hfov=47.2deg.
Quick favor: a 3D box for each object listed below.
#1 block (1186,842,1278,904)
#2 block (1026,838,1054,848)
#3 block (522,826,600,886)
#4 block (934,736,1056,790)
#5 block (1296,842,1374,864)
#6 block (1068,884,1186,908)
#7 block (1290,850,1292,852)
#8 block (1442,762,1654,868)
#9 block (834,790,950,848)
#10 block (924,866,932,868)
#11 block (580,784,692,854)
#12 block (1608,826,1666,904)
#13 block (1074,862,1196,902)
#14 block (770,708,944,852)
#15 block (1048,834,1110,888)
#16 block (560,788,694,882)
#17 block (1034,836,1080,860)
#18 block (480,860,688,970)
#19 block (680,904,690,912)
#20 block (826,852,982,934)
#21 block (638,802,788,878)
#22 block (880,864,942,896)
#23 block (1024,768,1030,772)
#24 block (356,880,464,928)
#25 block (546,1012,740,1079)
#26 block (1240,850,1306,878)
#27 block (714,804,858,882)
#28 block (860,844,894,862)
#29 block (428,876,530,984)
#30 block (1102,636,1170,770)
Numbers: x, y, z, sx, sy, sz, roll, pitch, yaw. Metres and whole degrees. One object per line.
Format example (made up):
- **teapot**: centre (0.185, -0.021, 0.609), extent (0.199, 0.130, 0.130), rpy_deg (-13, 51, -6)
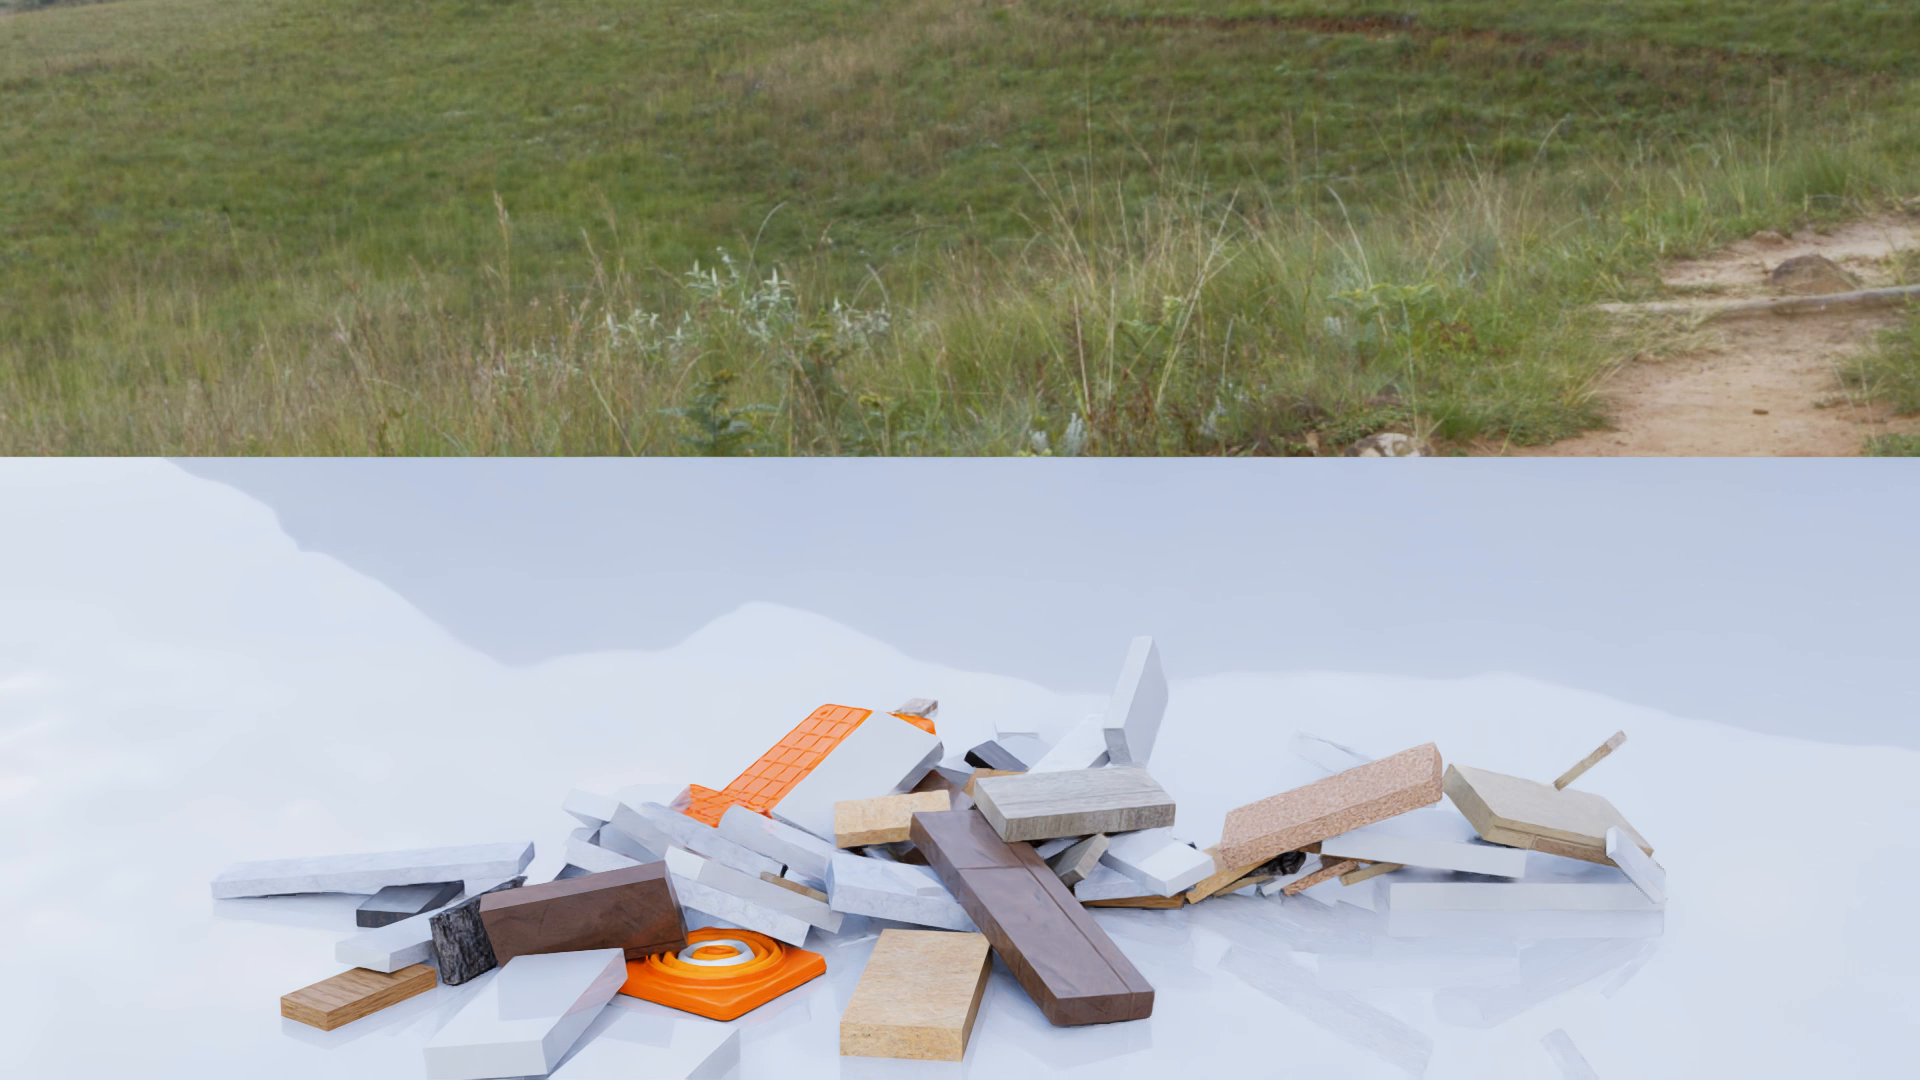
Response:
- **block**: centre (0.448, 0.534, 3.669), extent (0.194, 0.028, 0.097), rpy_deg (-28, 15, -7)
- **block**: centre (0.163, 0.478, 3.741), extent (0.163, 0.023, 0.081), rpy_deg (-18, 15, -23)
- **block**: centre (-0.621, 0.560, 3.448), extent (0.039, 0.139, 0.278), rpy_deg (1, 11, 7)
- **block**: centre (0.093, 0.443, 4.265), extent (0.159, 0.045, 0.318), rpy_deg (11, 11, 32)
- **block**: centre (0.625, 0.508, 3.652), extent (0.131, 0.018, 0.065), rpy_deg (8, 13, 17)
- **block**: centre (0.277, 0.567, 3.620), extent (0.194, 0.028, 0.097), rpy_deg (-2, 20, 20)
- **block**: centre (0.565, 0.535, 3.912), extent (0.067, 0.019, 0.133), rpy_deg (8, 13, 38)
- **block**: centre (0.969, 0.458, 3.634), extent (0.324, 0.046, 0.162), rpy_deg (14, 22, -23)
- **block**: centre (-0.114, 0.476, 3.756), extent (0.198, 0.028, 0.099), rpy_deg (-6, 26, -1)
- **block**: centre (-0.079, 0.563, 3.693), extent (0.108, 0.015, 0.054), rpy_deg (-2, 8, -11)
- **block**: centre (-0.573, 0.488, 3.864), extent (0.128, 0.036, 0.256), rpy_deg (-3, 12, 12)
- **block**: centre (1.089, 0.522, 3.542), extent (0.017, 0.123, 0.062), rpy_deg (-38, 16, 33)
- **block**: centre (0.287, 0.546, 3.589), extent (0.194, 0.028, 0.097), rpy_deg (-6, 19, 9)
- **block**: centre (-0.179, 0.430, 3.897), extent (0.150, 0.043, 0.301), rpy_deg (22, 47, 31)
- **block**: centre (0.179, 0.533, 3.589), extent (0.081, 0.023, 0.163), rpy_deg (-50, 5, -32)
- **block**: centre (-0.521, 0.496, 3.614), extent (0.132, 0.037, 0.264), rpy_deg (7, -28, 44)
- **block**: centre (0.119, 0.533, 3.672), extent (0.163, 0.023, 0.081), rpy_deg (-24, -10, -12)
- **block**: centre (-0.556, 0.566, 3.263), extent (0.278, 0.139, 0.039), rpy_deg (-11, 31, 2)
- **block**: centre (-0.526, 0.592, 3.487), extent (0.139, 0.039, 0.278), rpy_deg (1, 6, 7)
- **block**: centre (-0.056, 0.567, 3.506), extent (0.308, 0.044, 0.154), rpy_deg (10, 9, -8)
- **block**: centre (-0.413, 0.506, 3.674), extent (0.256, 0.036, 0.128), rpy_deg (23, -5, 3)
- **block**: centre (-0.077, 0.538, 3.475), extent (0.050, 0.014, 0.100), rpy_deg (5, 11, -37)
- **block**: centre (0.197, 0.460, 4.099), extent (0.086, 0.024, 0.173), rpy_deg (38, 17, 34)
- **block**: centre (-0.899, 0.587, 3.604), extent (0.101, 0.029, 0.203), rpy_deg (2, 11, 9)
- **block**: centre (-0.433, 0.713, 2.876), extent (0.169, 0.048, 0.338), rpy_deg (3, 11, 18)
- **block**: centre (0.516, 0.539, 3.656), extent (0.109, 0.015, 0.054), rpy_deg (-9, 16, 32)
- **block**: centre (-0.275, 0.515, 3.670), extent (0.256, 0.036, 0.128), rpy_deg (22, 2, 2)
- **block**: centre (-0.142, 0.537, 3.768), extent (0.046, 0.013, 0.093), rpy_deg (27, 4, -21)
- **block**: centre (-0.721, 0.593, 3.359), extent (0.029, 0.103, 0.205), rpy_deg (-9, 5, 29)
- **block**: centre (0.322, 0.313, 4.001), extent (0.039, 0.139, 0.278), rpy_deg (-4, 31, 21)
